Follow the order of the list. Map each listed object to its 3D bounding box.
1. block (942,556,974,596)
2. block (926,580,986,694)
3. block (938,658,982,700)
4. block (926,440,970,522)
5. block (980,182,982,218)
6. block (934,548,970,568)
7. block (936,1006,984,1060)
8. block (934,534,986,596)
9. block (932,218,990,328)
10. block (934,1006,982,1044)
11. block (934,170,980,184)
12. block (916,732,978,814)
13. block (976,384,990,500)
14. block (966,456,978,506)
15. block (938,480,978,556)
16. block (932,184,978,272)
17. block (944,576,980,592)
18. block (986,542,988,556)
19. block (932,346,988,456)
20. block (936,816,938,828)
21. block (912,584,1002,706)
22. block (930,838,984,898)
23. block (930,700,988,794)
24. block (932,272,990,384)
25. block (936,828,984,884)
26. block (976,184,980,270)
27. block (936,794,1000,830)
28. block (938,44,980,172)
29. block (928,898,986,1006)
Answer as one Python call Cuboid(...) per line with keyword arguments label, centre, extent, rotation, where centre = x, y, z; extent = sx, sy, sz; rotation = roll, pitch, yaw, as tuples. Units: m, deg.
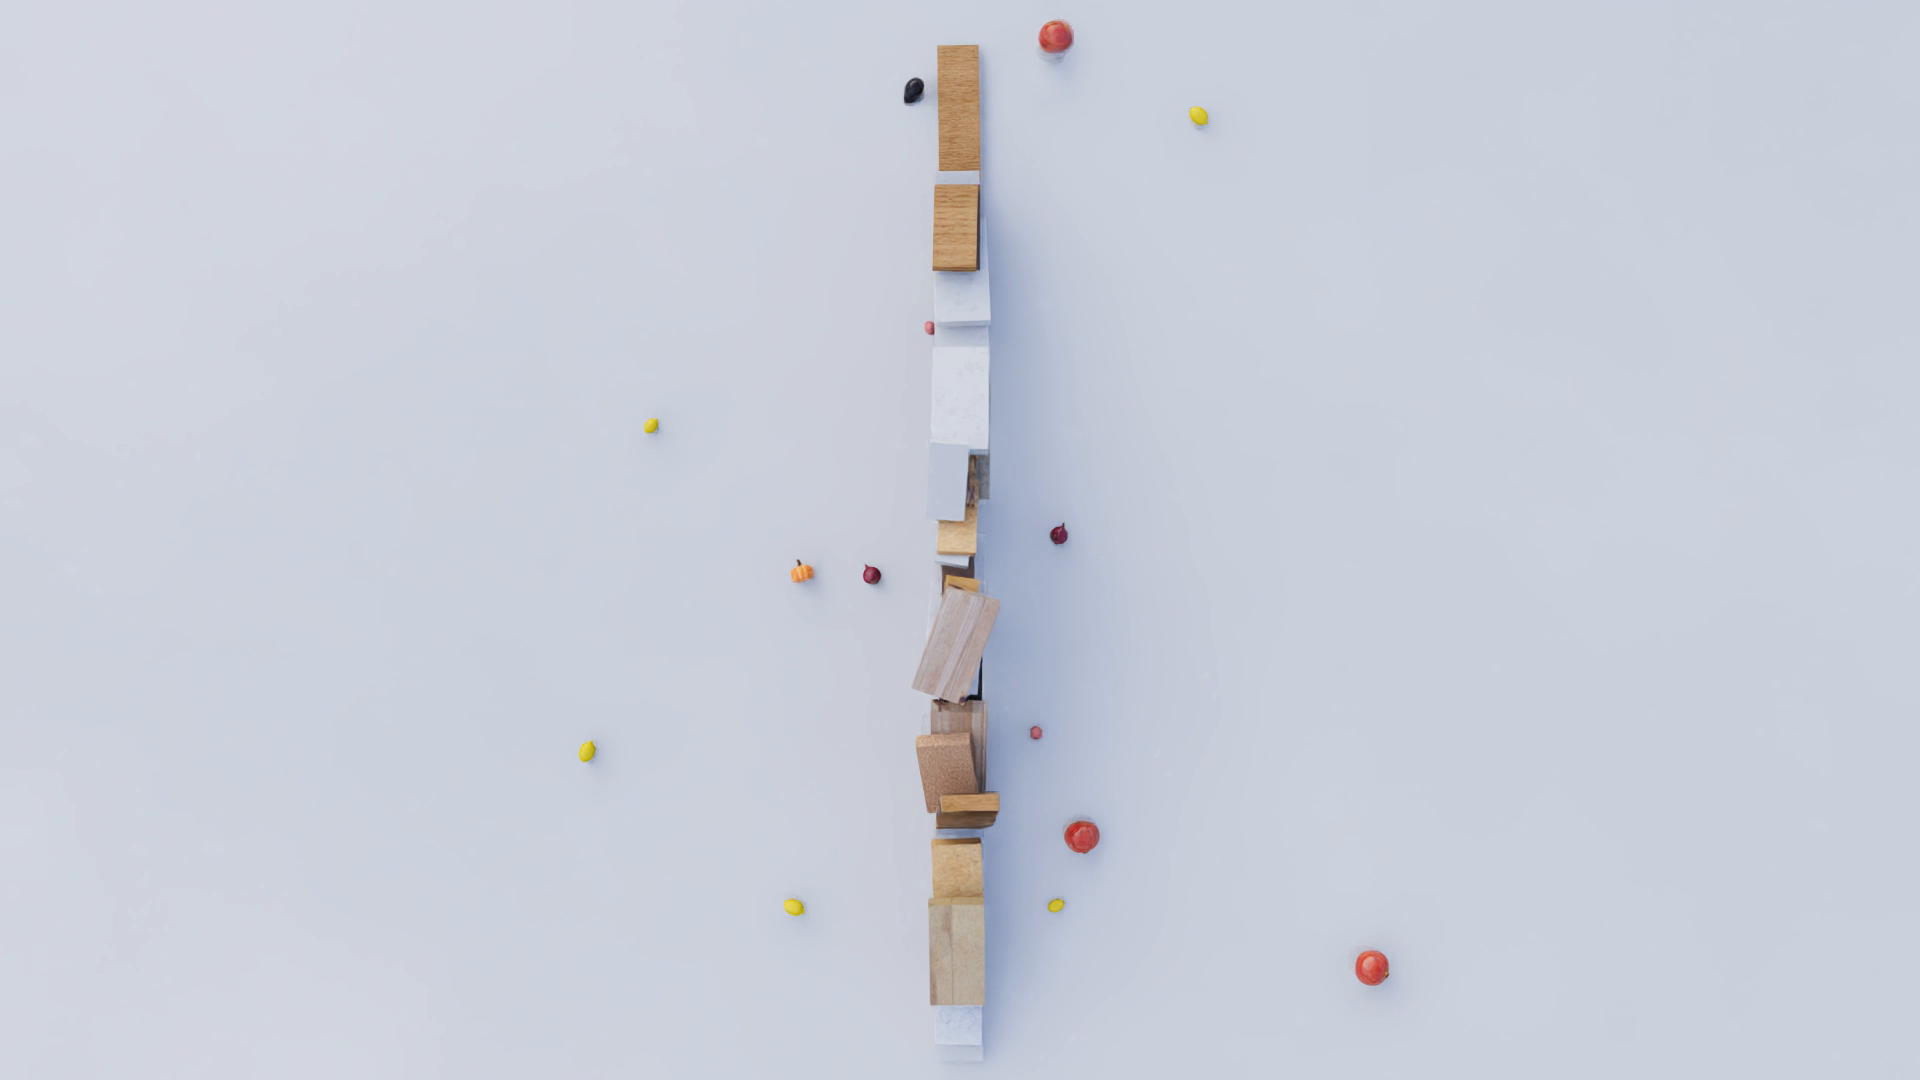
Cuboid(label="block", centre=(-0.005, 0.123, 5.064), extent=(0.101, 0.029, 0.234), rotation=(-1, 84, -1))
Cuboid(label="block", centre=(-0.018, 0.302, 5.101), extent=(0.169, 0.048, 0.338), rotation=(4, 90, 0))
Cuboid(label="block", centre=(0.002, 0.412, 5.205), extent=(0.137, 0.039, 0.274), rotation=(1, 90, 0))
Cuboid(label="block", centre=(-0.039, -0.179, 4.967), extent=(0.118, 0.033, 0.236), rotation=(4, 105, 0))
Cuboid(label="block", centre=(-0.003, -1.032, 5.440), extent=(0.144, 0.041, 0.289), rotation=(0, 106, 0))
Cuboid(label="block", centre=(-0.010, -0.018, 5.056), extent=(0.101, 0.029, 0.202), rotation=(10, 72, 3))
Cuboid(label="block", centre=(0.000, 1.383, 5.478), extent=(0.153, 0.043, 0.673), rotation=(0, 90, 0))
Cuboid(label="block", centre=(-0.002, 0.144, 5.148), extent=(0.164, 0.046, 0.328), rotation=(1, 90, 0))
Cuboid(label="block", centre=(0.005, -0.857, 5.281), extent=(0.172, 0.049, 0.344), rotation=(-3, 79, 0))
Cuboid(label="block", centre=(-0.004, 1.503, 5.435), extent=(0.153, 0.043, 0.306), rotation=(1, 90, 0))
Cuboid(label="block", centre=(-0.007, -1.050, 5.352), extent=(0.144, 0.041, 0.289), rotation=(-1, 104, 0))
Cuboid(label="block", centre=(-0.038, 0.746, 5.268), extent=(0.169, 0.048, 0.338), rotation=(-4, 133, 4))
Cuboid(label="block", centre=(0.004, -0.303, 5.118), extent=(0.178, 0.050, 0.356), rotation=(0, 90, 0))
Cuboid(label="block", centre=(-0.008, -0.223, 5.047), extent=(0.118, 0.033, 0.236), rotation=(3, 75, 0))
Cuboid(label="block", centre=(-0.006, -0.071, 5.040), extent=(0.118, 0.033, 0.236), rotation=(2, 72, 0))
Cuboid(label="block", centre=(-0.015, -0.988, 5.222), extent=(0.138, 0.039, 0.275), rotation=(1, 79, 1))
Cuboid(label="block", centre=(-0.007, 0.213, 5.015), extent=(0.101, 0.029, 0.202), rotation=(8, 104, -3))
Cuboid(label="block", centre=(0.003, 0.031, 5.336), extent=(0.164, 0.328, 0.046), rotation=(0, 89, 0))
Cuboid(label="block", centre=(0.001, -0.427, 5.046), extent=(0.172, 0.049, 0.344), rotation=(1, 69, 0))
Cuboid(label="block", centre=(0.004, 0.788, 5.443), extent=(0.161, 0.046, 0.321), rotation=(1, 78, 0))
Cuboid(label="block", centre=(-0.013, 0.317, 5.002), extent=(0.169, 0.048, 0.338), rotation=(18, 104, -6))
Cuboid(label="block", centre=(-0.006, 1.122, 5.338), extent=(0.161, 0.046, 0.321), rotation=(-2, 105, 1))
Cuboid(label="block", centre=(-0.004, 0.665, 5.260), extent=(0.178, 0.050, 0.410), rotation=(1, 133, 0))
Cuboid(label="block", centre=(0.004, -0.704, 5.332), extent=(0.172, 0.049, 0.421), rotation=(-2, 87, 0))
Cuboid(label="block", centre=(0.000, 1.034, 5.436), extent=(0.161, 0.046, 0.321), rotation=(0, 78, 0))
Cuboid(label="block", centre=(-0.005, -0.998, 5.264), extent=(0.138, 0.039, 0.275), rotation=(0, 79, 1))
Cuboid(label="block", centre=(0.023, 0.861, 5.217), extent=(0.178, 0.356, 0.050), rotation=(-1, 71, -3))
Cuboid(label="block", centre=(-0.003, -1.336, 5.480), extent=(0.138, 0.039, 0.605), rotation=(-1, 90, 0))
Cuboid(label="block", centre=(-0.010, 1.323, 5.298), extent=(0.178, 0.050, 0.355), rotation=(-1, 105, 0))
